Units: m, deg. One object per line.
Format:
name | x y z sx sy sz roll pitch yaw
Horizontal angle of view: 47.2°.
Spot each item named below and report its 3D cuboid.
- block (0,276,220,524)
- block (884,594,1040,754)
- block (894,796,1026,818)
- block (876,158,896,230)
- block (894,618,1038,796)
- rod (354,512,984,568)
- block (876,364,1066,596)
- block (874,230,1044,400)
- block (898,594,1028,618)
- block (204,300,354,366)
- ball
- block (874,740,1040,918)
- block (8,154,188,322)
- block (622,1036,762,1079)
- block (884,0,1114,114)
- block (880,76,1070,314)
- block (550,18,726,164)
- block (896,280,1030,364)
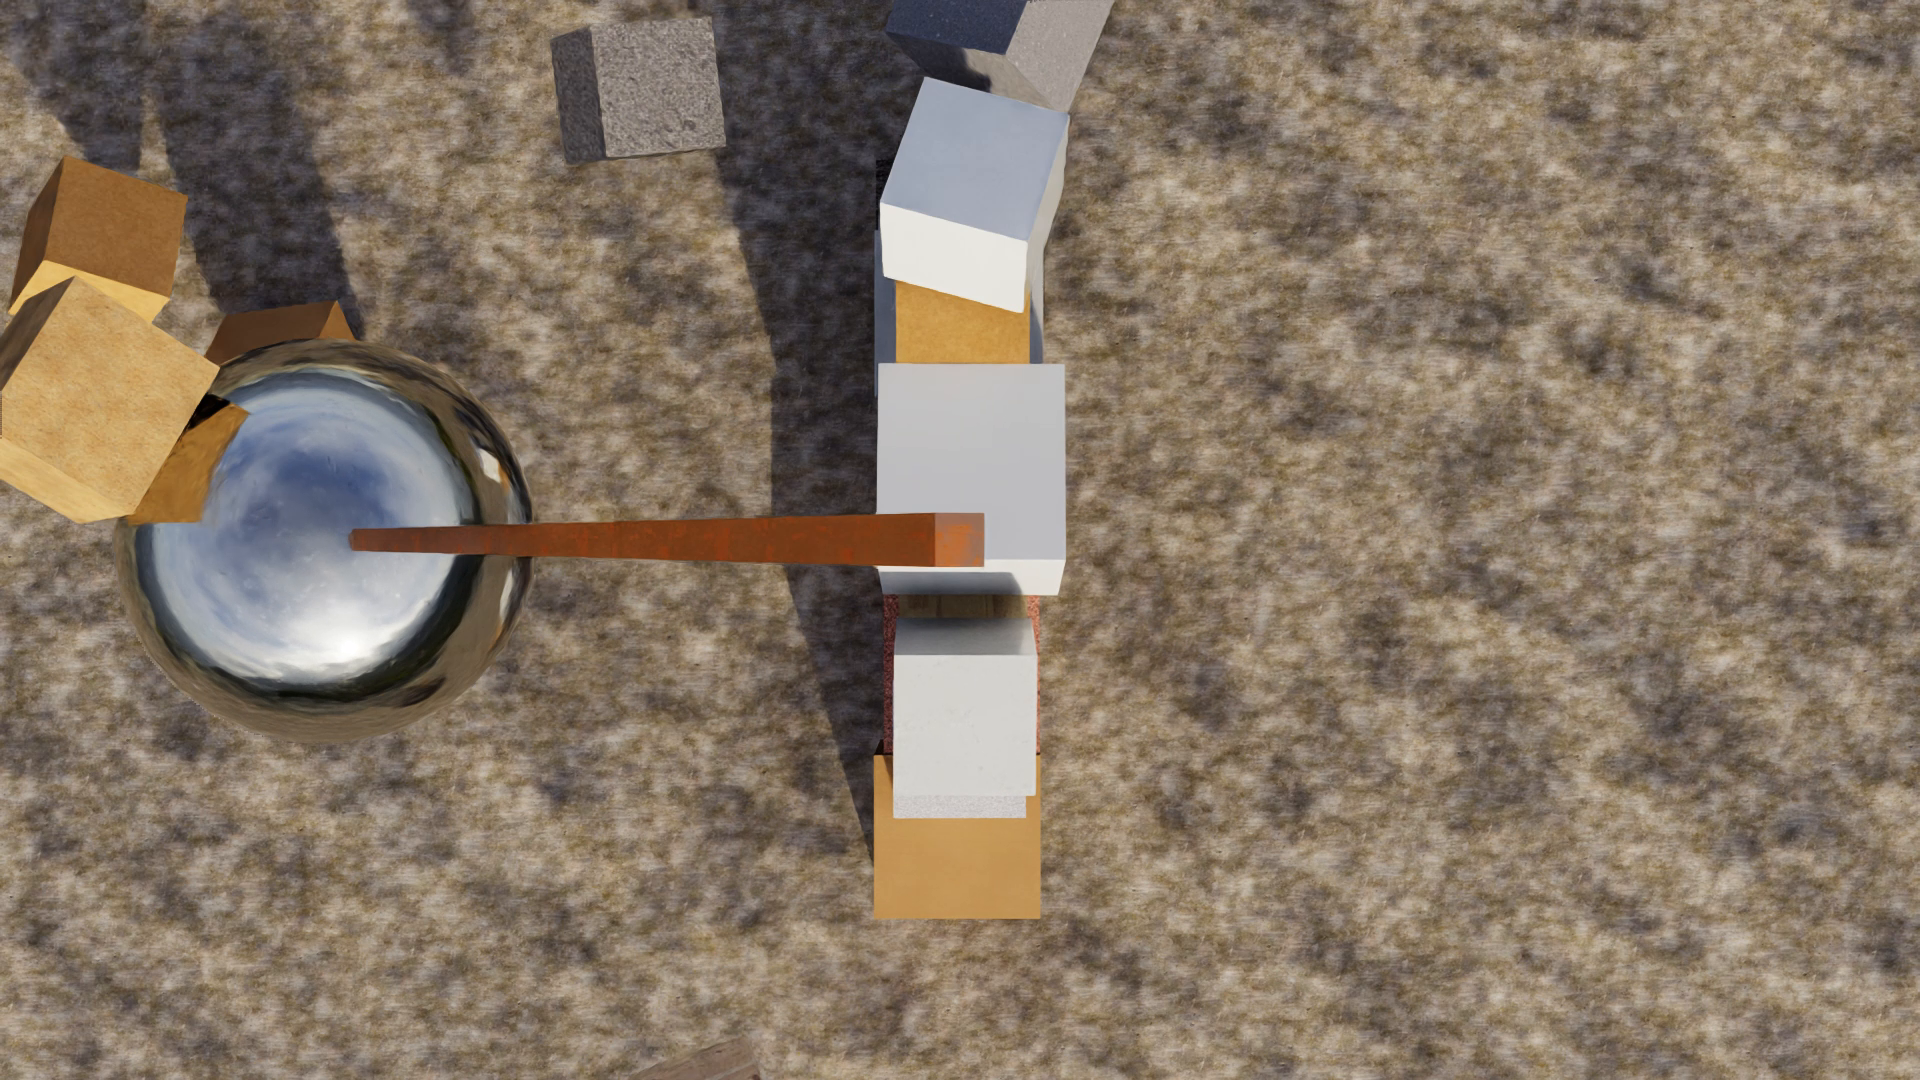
block | -3.216 -0.496 8.016 0.589 0.639 0.625 37 66 -30
block | 0.008 0.705 12.525 0.854 0.950 0.927 0 90 0
block | -0.002 1.083 11.682 0.682 0.720 0.712 0 89 0
block | 0.002 -1.653 12.483 0.918 1.033 0.842 0 90 0
block | 0.022 0.815 10.903 0.684 0.691 0.704 0 103 -1
rod | -1.078 0.000 5.595 0.080 5.200 0.080 0 90 -24
block | 0.054 -0.284 10.915 0.895 0.893 0.963 0 78 0
block | -0.007 -1.149 11.555 0.854 0.822 0.841 0 90 0
block | 0.012 0.277 11.647 0.657 0.773 0.698 -2 78 0
block | -3.837 -0.878 12.490 0.679 0.687 0.605 -6 130 10
ball | -2.488 0.000 8.689 1.600 1.600 1.600 0 90 0
block | -0.015 1.625 12.520 0.912 0.960 0.896 0 90 0
block | -4.796 -1.591 12.238 0.671 0.703 0.663 17 61 -33
block | -1.299 2.774 9.962 0.666 0.705 0.749 -28 80 43
block | 0.251 -2.873 11.676 0.776 0.748 0.908 19 84 31
block | 0.067 -1.588 10.184 0.686 0.689 0.686 16 69 6
block | -1.696 -2.350 11.542 0.650 0.701 0.659 -11 101 -26
block | 0.013 -1.181 10.834 0.640 0.619 0.664 0 90 0
